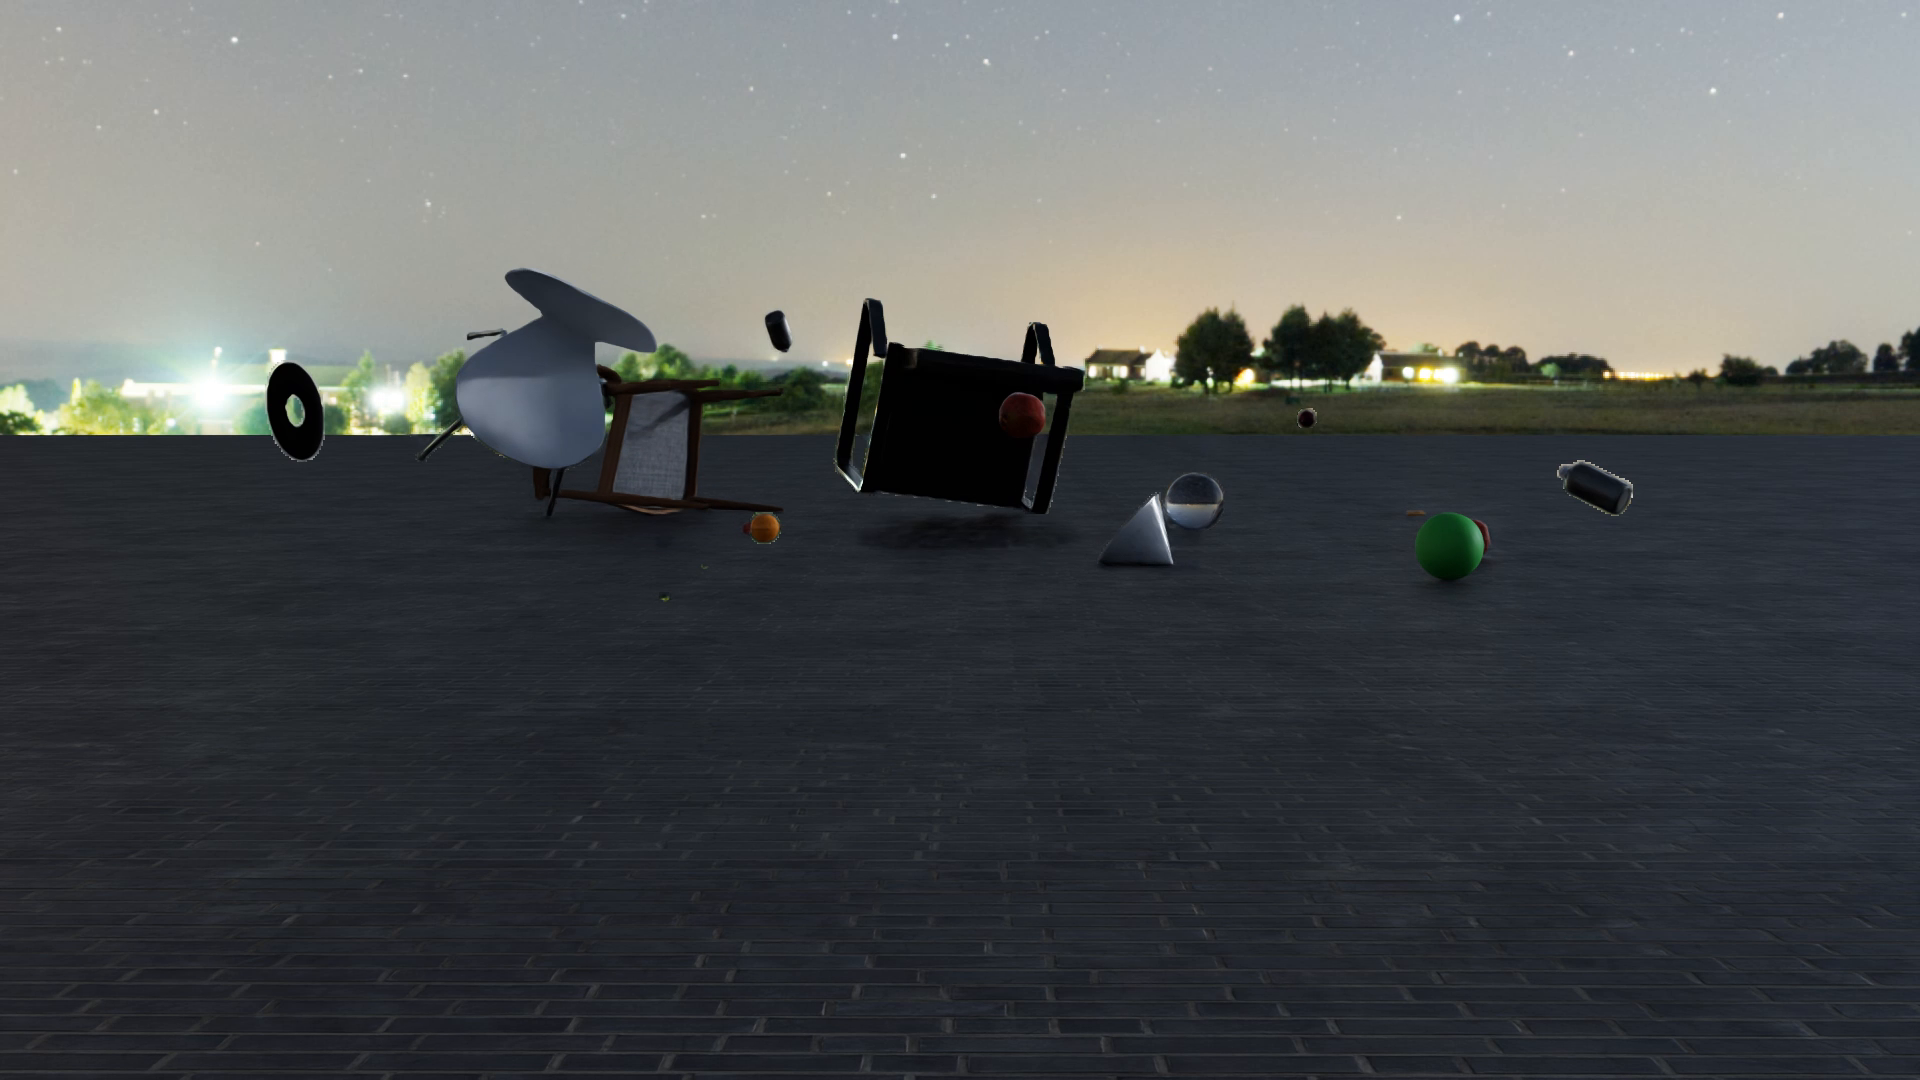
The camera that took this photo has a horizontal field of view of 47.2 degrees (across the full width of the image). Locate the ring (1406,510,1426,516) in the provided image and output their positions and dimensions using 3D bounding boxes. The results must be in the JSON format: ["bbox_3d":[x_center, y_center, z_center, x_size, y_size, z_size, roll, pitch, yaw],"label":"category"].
[{"bbox_3d":[1.607,-0.092,7.746,0.068,0.021,0.061,0,5,-8],"label":"ring"}]

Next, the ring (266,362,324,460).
[{"bbox_3d":[-1.923,-0.374,6.362,0.152,0.285,0.040,-11,9,-18],"label":"ring"}]

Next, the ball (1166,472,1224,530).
[{"bbox_3d":[0.743,-0.121,6.963,0.184,0.184,0.184,0,4,0],"label":"ball"}]

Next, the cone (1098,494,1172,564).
[{"bbox_3d":[0.488,0.018,5.626,0.147,0.245,0.151,39,-18,13],"label":"cone"}]

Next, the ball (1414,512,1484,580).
[{"bbox_3d":[1.150,0.015,5.167,0.160,0.160,0.160,0,4,0],"label":"ball"}]
